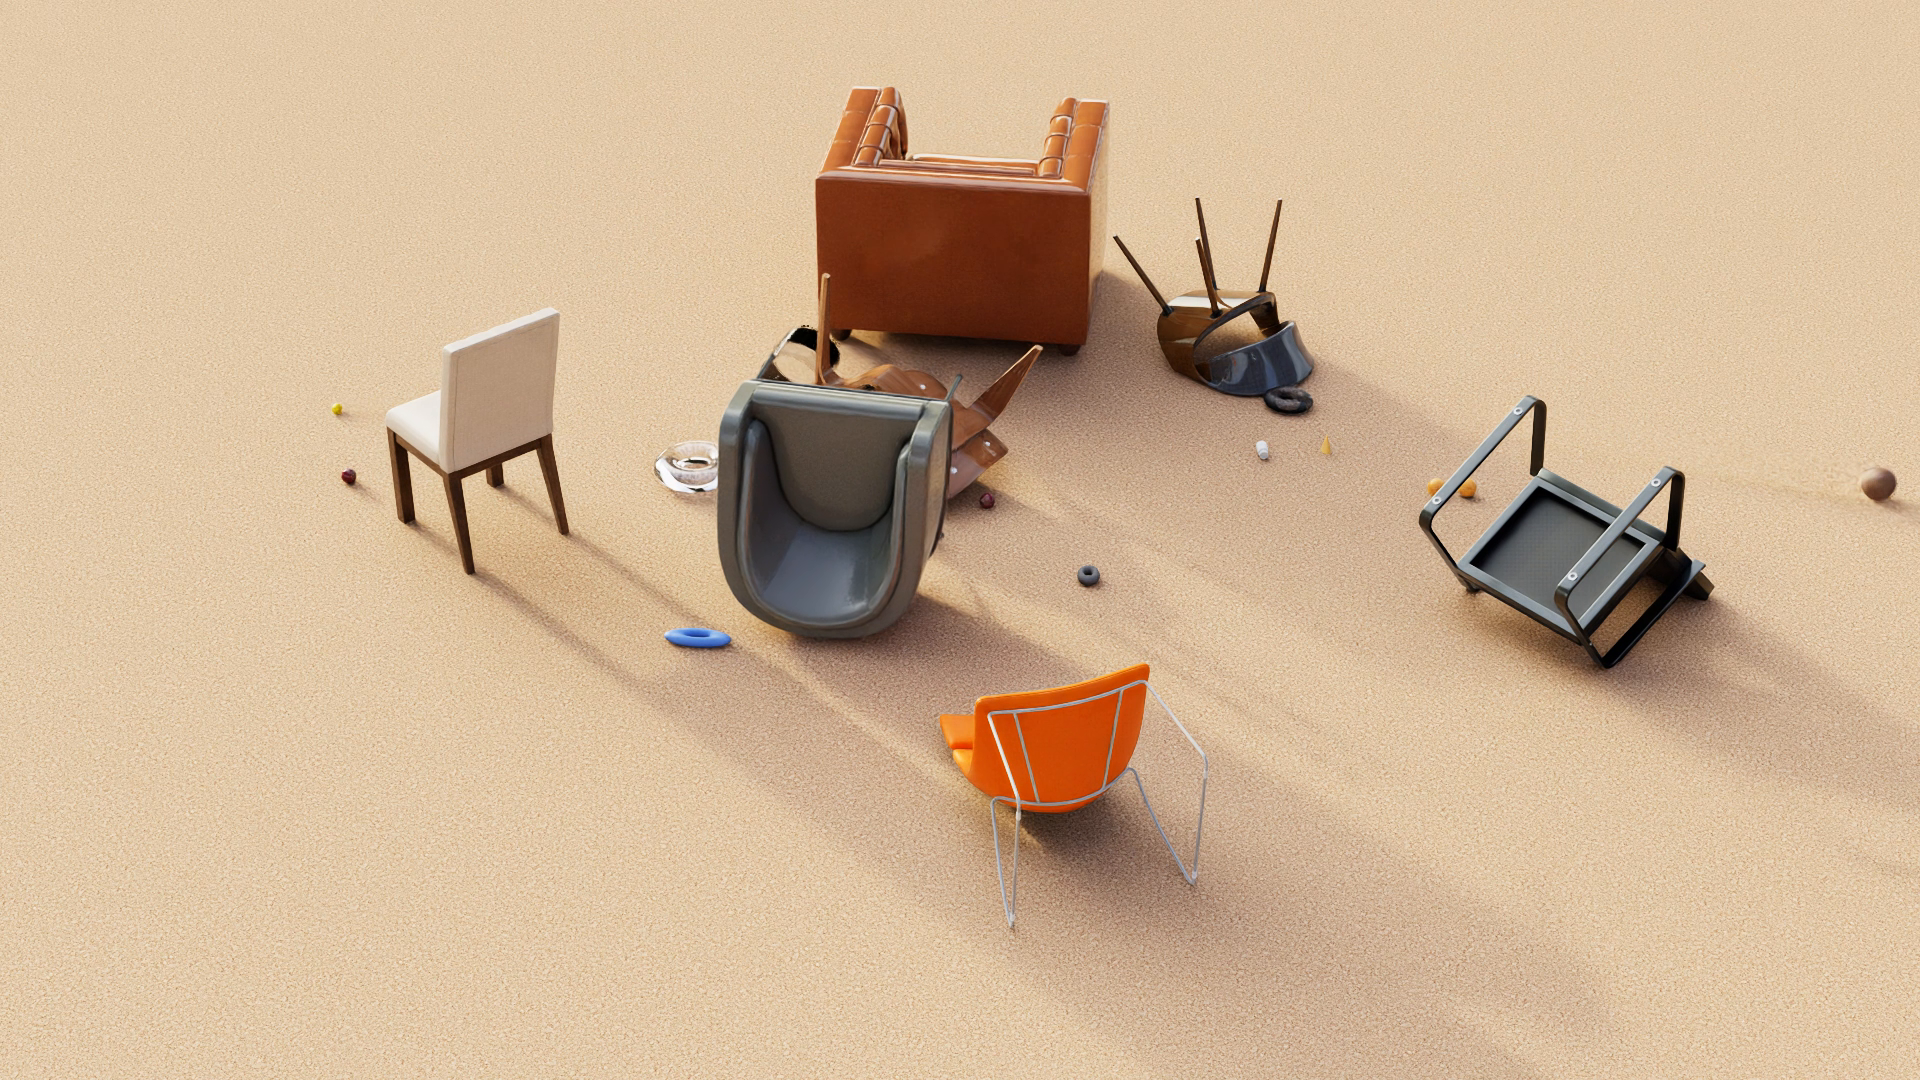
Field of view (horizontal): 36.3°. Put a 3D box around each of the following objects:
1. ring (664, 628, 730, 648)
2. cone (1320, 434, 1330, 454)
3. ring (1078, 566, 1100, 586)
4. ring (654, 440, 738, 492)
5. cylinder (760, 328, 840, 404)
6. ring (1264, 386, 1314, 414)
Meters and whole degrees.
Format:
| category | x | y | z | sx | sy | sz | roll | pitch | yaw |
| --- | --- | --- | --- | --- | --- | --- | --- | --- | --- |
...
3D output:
| category | x | y | z | sx | sy | sz | roll | pitch | yaw |
| --- | --- | --- | --- | --- | --- | --- | --- | --- | --- |
| ring | -0.929 | 0.346 | 10.385 | 0.242 | 0.039 | 0.086 | 4 | 33 | 7 |
| cone | 1.432 | -0.384 | 11.455 | 0.037 | 0.080 | 0.063 | -7 | 34 | -10 |
| ring | 0.470 | 0.129 | 10.715 | 0.083 | 0.037 | 0.107 | 0 | 33 | 2 |
| ring | -1.019 | -0.284 | 11.301 | 0.328 | 0.084 | 0.324 | -10 | 34 | -17 |
| cylinder | -0.644 | -0.703 | 11.822 | 0.258 | 0.206 | 0.247 | 19 | 36 | 7 |
| ring | 1.316 | -0.562 | 11.749 | 0.200 | 0.053 | 0.171 | 10 | 34 | 13 |
